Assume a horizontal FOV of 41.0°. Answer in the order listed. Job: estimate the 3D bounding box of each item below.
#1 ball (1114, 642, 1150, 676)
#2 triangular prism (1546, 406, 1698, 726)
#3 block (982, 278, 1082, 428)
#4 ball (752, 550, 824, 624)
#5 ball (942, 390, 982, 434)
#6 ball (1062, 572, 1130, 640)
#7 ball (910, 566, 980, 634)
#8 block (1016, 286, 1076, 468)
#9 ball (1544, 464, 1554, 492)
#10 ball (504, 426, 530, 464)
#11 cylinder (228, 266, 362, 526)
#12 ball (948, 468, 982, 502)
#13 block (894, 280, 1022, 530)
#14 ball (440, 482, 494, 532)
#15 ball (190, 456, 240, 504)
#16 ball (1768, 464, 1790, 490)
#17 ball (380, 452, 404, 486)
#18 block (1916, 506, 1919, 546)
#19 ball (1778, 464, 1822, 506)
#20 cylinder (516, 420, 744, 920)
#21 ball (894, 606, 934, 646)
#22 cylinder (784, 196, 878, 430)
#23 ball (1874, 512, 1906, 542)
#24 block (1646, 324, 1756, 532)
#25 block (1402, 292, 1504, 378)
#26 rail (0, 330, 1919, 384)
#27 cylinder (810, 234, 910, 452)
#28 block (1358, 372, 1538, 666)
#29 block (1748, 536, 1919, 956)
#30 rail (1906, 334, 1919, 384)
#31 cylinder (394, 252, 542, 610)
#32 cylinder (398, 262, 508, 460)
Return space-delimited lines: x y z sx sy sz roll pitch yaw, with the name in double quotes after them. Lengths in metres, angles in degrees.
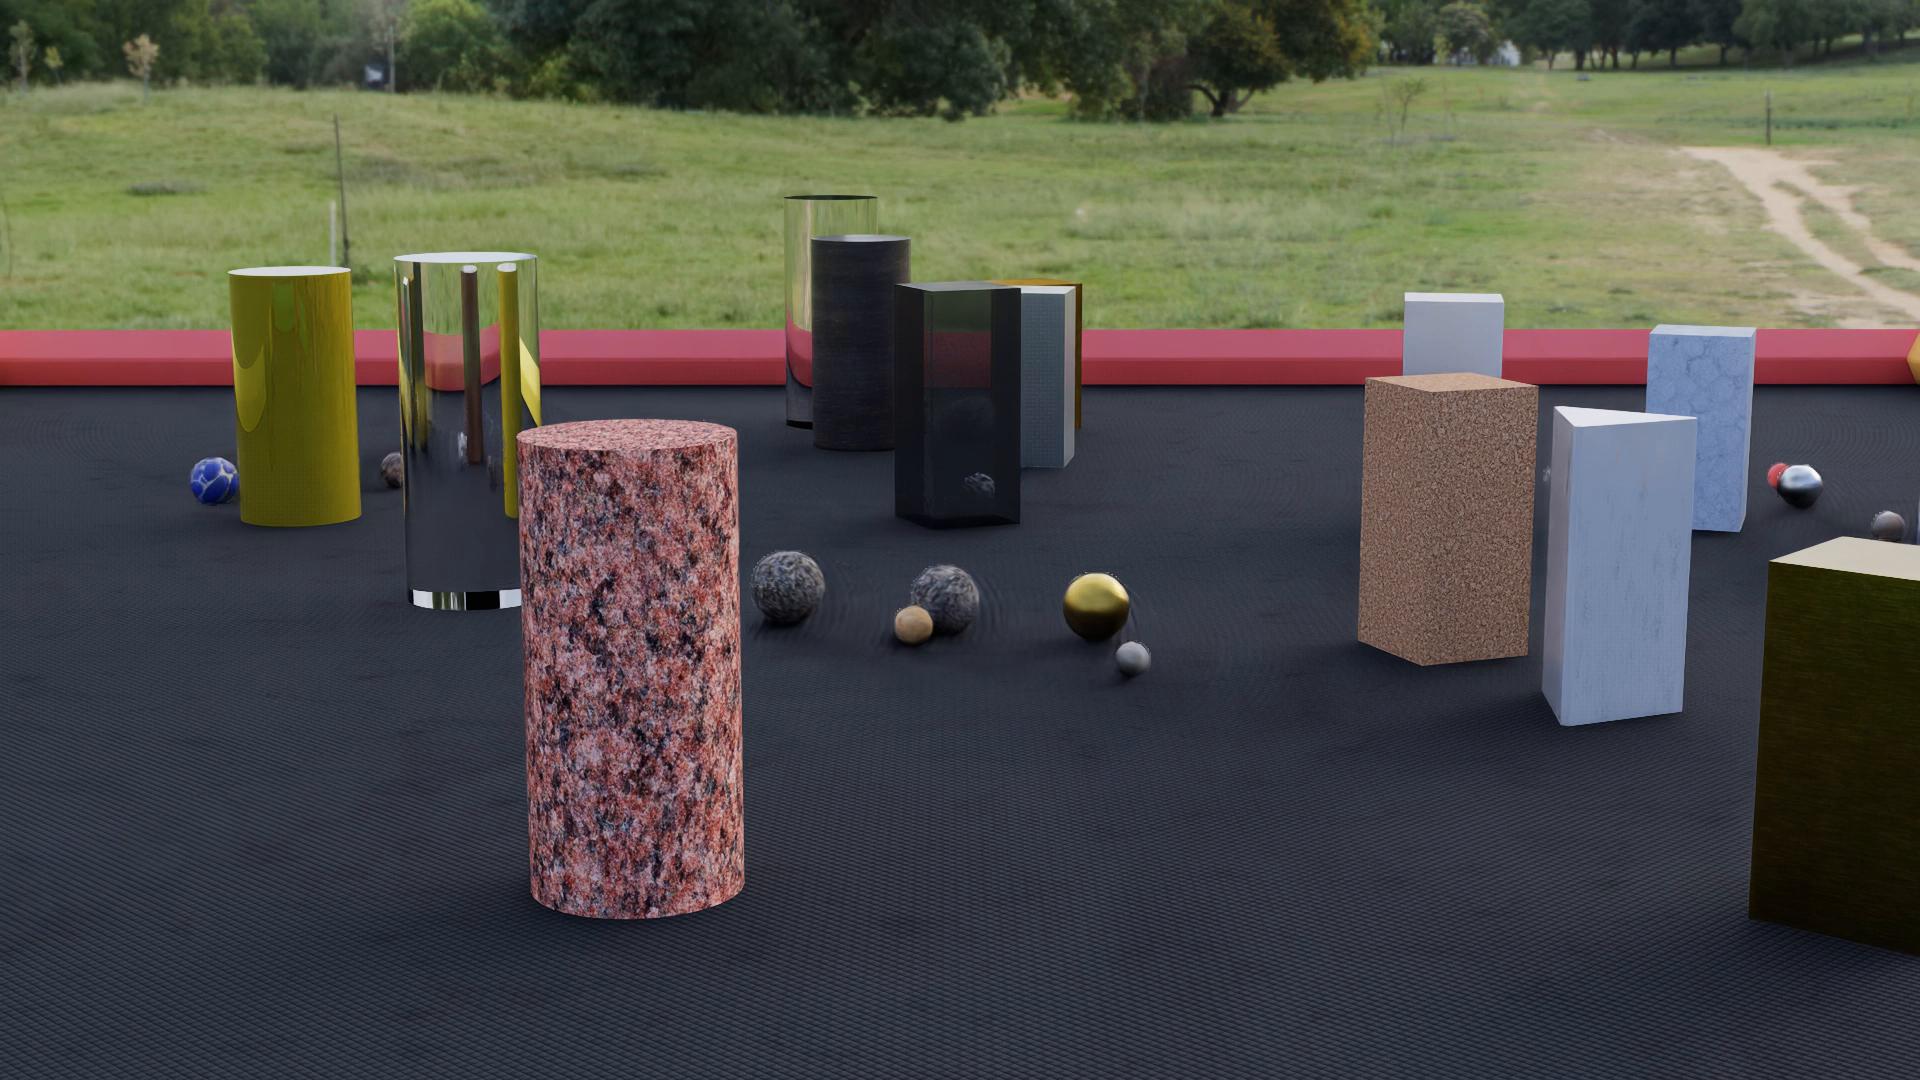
0.206 0.143 3.080 0.042 0.042 0.042 0 11 0 "ball"
0.718 0.023 2.921 0.165 0.336 0.143 -5 12 -24 "triangular prism"
0.141 -0.374 5.178 0.153 0.292 0.153 -5 12 -27 "block"
-0.226 0.062 3.372 0.095 0.095 0.095 0 11 0 "ball"
0.008 -0.254 5.102 0.084 0.084 0.084 0 11 0 "ball"
0.174 0.085 3.273 0.086 0.086 0.086 0 11 0 "ball"
-0.019 0.077 3.307 0.089 0.089 0.089 0 11 0 "ball"
0.126 -0.303 4.725 0.153 0.317 0.153 2 11 10 "block"
1.027 -0.105 4.386 0.053 0.053 0.053 0 11 0 "ball"
-0.797 -0.172 4.693 0.072 0.072 0.072 0 11 0 "ball"
-1.071 -0.234 4.136 0.191 0.398 0.191 0 11 0 "cylinder"
0.008 -0.093 4.304 0.058 0.058 0.058 0 11 0 "ball"
-0.005 -0.218 4.109 0.153 0.377 0.153 -5 12 -24 "block"
-0.773 -0.052 4.021 0.081 0.081 0.081 0 11 0 "ball"
-1.243 -0.099 4.278 0.080 0.080 0.080 0 11 0 "ball"
1.417 -0.109 4.428 0.045 0.045 0.045 0 11 0 "ball"
-0.977 -0.122 4.458 0.060 0.060 0.060 0 11 0 "ball"
1.546 -0.095 3.836 0.153 0.234 0.153 -1 11 -5 "block"
1.394 -0.090 4.256 0.070 0.070 0.070 0 11 0 "ball"
-0.289 0.109 2.266 0.191 0.408 0.191 0 11 0 "cylinder"
-0.059 0.108 3.246 0.050 0.050 0.050 0 11 0 "ball"
-0.260 -0.463 5.200 0.191 0.459 0.191 0 11 0 "cylinder"
1.429 -0.020 3.945 0.046 0.046 0.046 0 11 0 "ball"
1.180 -0.181 4.100 0.153 0.307 0.153 4 11 20 "block"
0.785 -0.210 4.112 0.153 0.358 0.153 2 11 9 "block"
-0.014 -0.414 5.844 4.426 0.124 0.045 0 11 0 "rail"
-0.189 -0.378 4.912 0.191 0.397 0.191 0 11 0 "cylinder"
0.607 -0.030 3.205 0.153 0.337 0.153 -4 11 -22 "block"
0.788 0.170 2.192 0.153 0.314 0.153 9 14 40 "block"
2.189 0.030 3.462 0.045 0.124 4.918 0 11 0 "rail"
-0.667 -0.152 3.506 0.191 0.467 0.191 0 11 0 "cylinder"
-0.951 -0.339 4.826 0.191 0.351 0.191 0 11 0 "cylinder"
